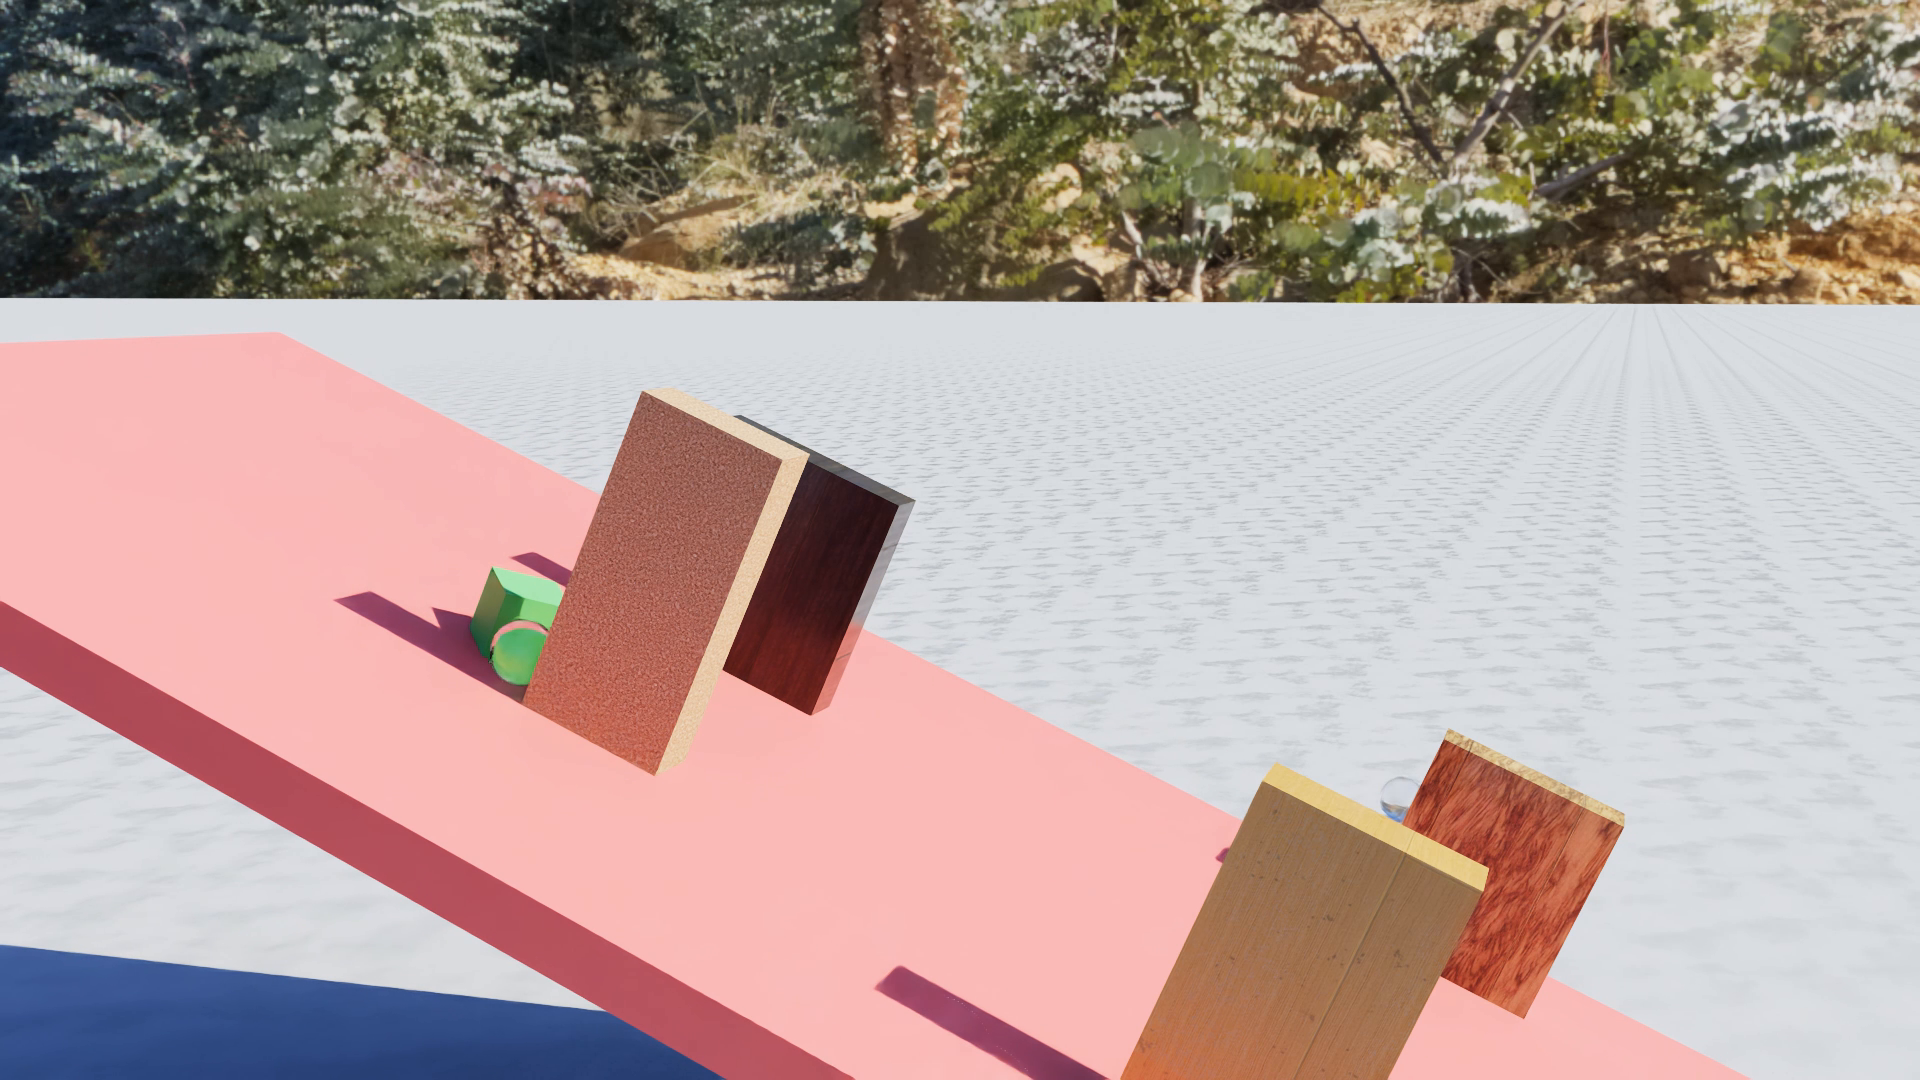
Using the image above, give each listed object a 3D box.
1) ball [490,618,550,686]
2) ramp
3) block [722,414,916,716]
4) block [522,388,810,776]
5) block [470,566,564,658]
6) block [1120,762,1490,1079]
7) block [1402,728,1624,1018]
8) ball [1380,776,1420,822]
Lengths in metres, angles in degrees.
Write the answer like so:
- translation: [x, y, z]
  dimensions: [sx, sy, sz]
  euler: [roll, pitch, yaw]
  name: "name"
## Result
- translation: [-0.790, 0.203, 3.980]
  dimensions: [0.122, 0.122, 0.122]
  euler: [0, 7, 0]
  name: "ball"
- translation: [-0.284, 0.493, 4.182]
  dimensions: [4.000, 0.100, 2.000]
  euler: [26, 13, 13]
  name: "ramp"
- translation: [-0.378, 0.049, 4.508]
  dimensions: [0.417, 0.475, 0.108]
  euler: [26, 13, 13]
  name: "block"
- translation: [-0.521, 0.072, 3.871]
  dimensions: [0.282, 0.614, 0.126]
  euler: [26, 13, 13]
  name: "block"
- translation: [-0.825, 0.147, 4.124]
  dimensions: [0.131, 0.131, 0.131]
  euler: [16, 15, -29]
  name: "block"
- translation: [0.494, 0.676, 3.268]
  dimensions: [0.345, 0.584, 0.127]
  euler: [26, 13, 13]
  name: "block"
- translation: [1.082, 0.684, 4.524]
  dimensions: [0.389, 0.453, 0.114]
  euler: [26, 13, 13]
  name: "block"
- translation: [1.500, 0.879, 7.464]
  dimensions: [0.149, 0.149, 0.149]
  euler: [0, 7, 0]
  name: "ball"
